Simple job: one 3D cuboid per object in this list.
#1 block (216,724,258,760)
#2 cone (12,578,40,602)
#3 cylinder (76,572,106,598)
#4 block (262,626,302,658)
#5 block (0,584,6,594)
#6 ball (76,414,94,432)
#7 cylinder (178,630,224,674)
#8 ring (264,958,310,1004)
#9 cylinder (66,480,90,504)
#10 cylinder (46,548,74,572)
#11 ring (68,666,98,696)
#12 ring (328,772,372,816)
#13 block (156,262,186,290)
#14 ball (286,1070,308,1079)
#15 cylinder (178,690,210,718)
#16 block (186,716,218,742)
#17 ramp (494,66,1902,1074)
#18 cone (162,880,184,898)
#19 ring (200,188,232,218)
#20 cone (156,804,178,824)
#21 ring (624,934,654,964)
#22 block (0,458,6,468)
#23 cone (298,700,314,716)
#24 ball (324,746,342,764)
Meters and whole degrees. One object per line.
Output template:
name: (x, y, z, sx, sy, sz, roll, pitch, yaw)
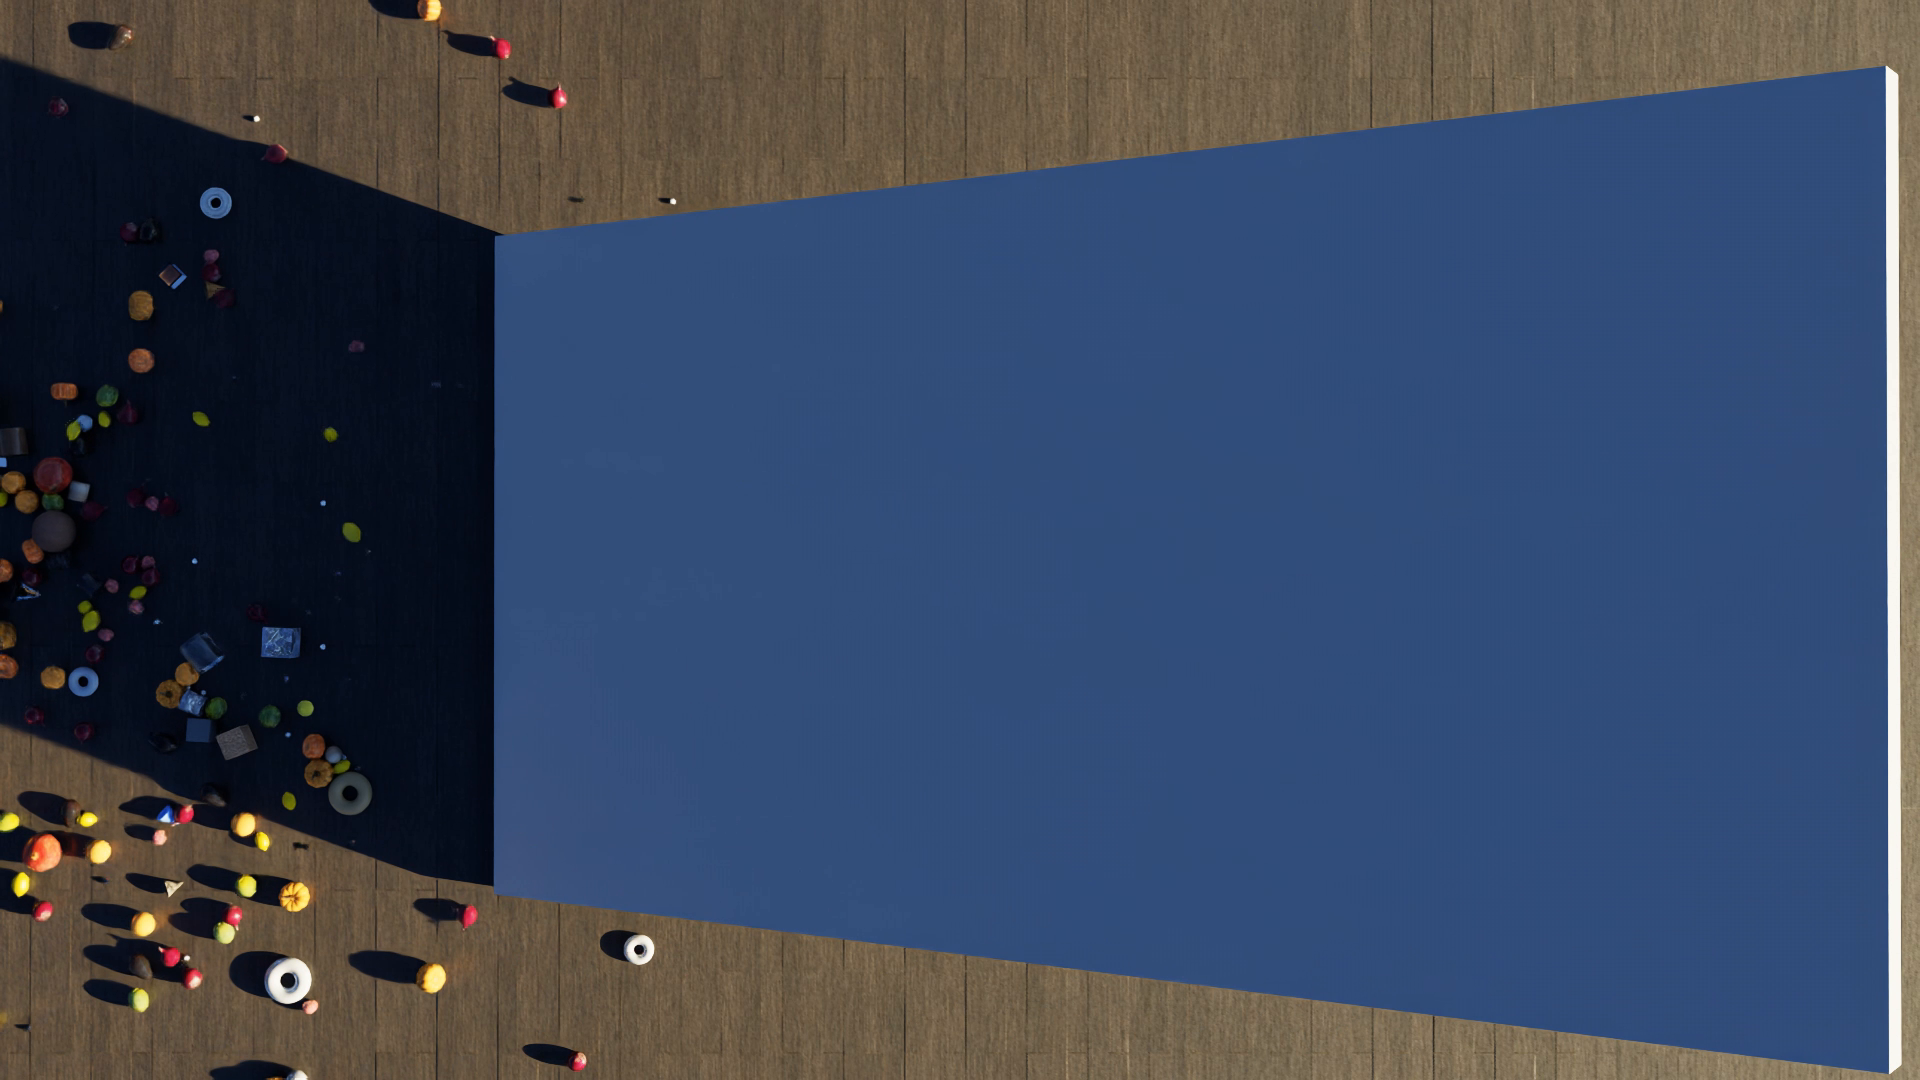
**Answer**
block: (-2.210, 0.618, 6.723, 0.080, 0.080, 0.080, -23, 90, 0)
cone: (-2.862, 0.162, 6.749, 0.077, 0.077, 0.077, 12, 90, -27)
cylinder: (-2.662, 0.139, 6.737, 0.059, 0.059, 0.059, 37, 90, 0)
block: (-2.074, 0.312, 6.720, 0.090, 0.090, 0.090, 3, 90, 0)
block: (-2.990, 0.149, 6.727, 0.079, 0.079, 0.079, -44, 90, 0)
ball: (-2.685, -0.358, 6.744, 0.052, 0.052, 0.052, 0, 90, 0)
cylinder: (-2.316, 0.344, 6.717, 0.095, 0.095, 0.095, -39, 90, 0)
ring: (-2.059, 1.348, 6.734, 0.142, 0.047, 0.142, 0, 89, -1)
cylinder: (-2.701, -0.149, 6.740, 0.057, 0.057, 0.057, 21, 104, 0)
cylinder: (-2.758, 0.062, 6.738, 0.057, 0.057, 0.057, -14, 90, 0)
ring: (-2.690, 0.434, 6.749, 0.093, 0.031, 0.093, 0, 91, 1)
ring: (-1.869, 0.776, 6.739, 0.135, 0.045, 0.135, 0, 90, -1)
block: (-2.420, -0.811, 6.746, 0.056, 0.056, 0.056, -45, 90, 0)
ball: (-2.028, 1.654, 6.722, 0.066, 0.066, 0.066, 0, 90, 0)
cylinder: (-2.344, 0.501, 6.731, 0.066, 0.066, 0.066, 23, 90, 0)
block: (-2.319, 0.580, 6.728, 0.070, 0.070, 0.070, 4, 90, 0)
ramp: (0.241, 0.067, 5.565, 4.000, 0.100, 2.000, 0, 89, 36)
cone: (-2.408, 1.060, 6.747, 0.056, 0.056, 0.056, -18, 90, -27)
ring: (-2.287, -1.036, 6.760, 0.096, 0.032, 0.096, 0, 89, -1)
cone: (-2.421, 0.854, 6.747, 0.060, 0.060, 0.060, -44, 116, 0)
ring: (-0.985, 1.255, 6.743, 0.093, 0.031, 0.093, 0, 90, -1)
block: (-2.969, -0.255, 6.737, 0.065, 0.065, 0.065, -4, 90, 0)
cone: (-2.014, 0.518, 6.738, 0.051, 0.051, 0.051, 0, 90, 0)
ball: (-1.919, 0.658, 6.735, 0.054, 0.054, 0.054, 0, 90, 0)
